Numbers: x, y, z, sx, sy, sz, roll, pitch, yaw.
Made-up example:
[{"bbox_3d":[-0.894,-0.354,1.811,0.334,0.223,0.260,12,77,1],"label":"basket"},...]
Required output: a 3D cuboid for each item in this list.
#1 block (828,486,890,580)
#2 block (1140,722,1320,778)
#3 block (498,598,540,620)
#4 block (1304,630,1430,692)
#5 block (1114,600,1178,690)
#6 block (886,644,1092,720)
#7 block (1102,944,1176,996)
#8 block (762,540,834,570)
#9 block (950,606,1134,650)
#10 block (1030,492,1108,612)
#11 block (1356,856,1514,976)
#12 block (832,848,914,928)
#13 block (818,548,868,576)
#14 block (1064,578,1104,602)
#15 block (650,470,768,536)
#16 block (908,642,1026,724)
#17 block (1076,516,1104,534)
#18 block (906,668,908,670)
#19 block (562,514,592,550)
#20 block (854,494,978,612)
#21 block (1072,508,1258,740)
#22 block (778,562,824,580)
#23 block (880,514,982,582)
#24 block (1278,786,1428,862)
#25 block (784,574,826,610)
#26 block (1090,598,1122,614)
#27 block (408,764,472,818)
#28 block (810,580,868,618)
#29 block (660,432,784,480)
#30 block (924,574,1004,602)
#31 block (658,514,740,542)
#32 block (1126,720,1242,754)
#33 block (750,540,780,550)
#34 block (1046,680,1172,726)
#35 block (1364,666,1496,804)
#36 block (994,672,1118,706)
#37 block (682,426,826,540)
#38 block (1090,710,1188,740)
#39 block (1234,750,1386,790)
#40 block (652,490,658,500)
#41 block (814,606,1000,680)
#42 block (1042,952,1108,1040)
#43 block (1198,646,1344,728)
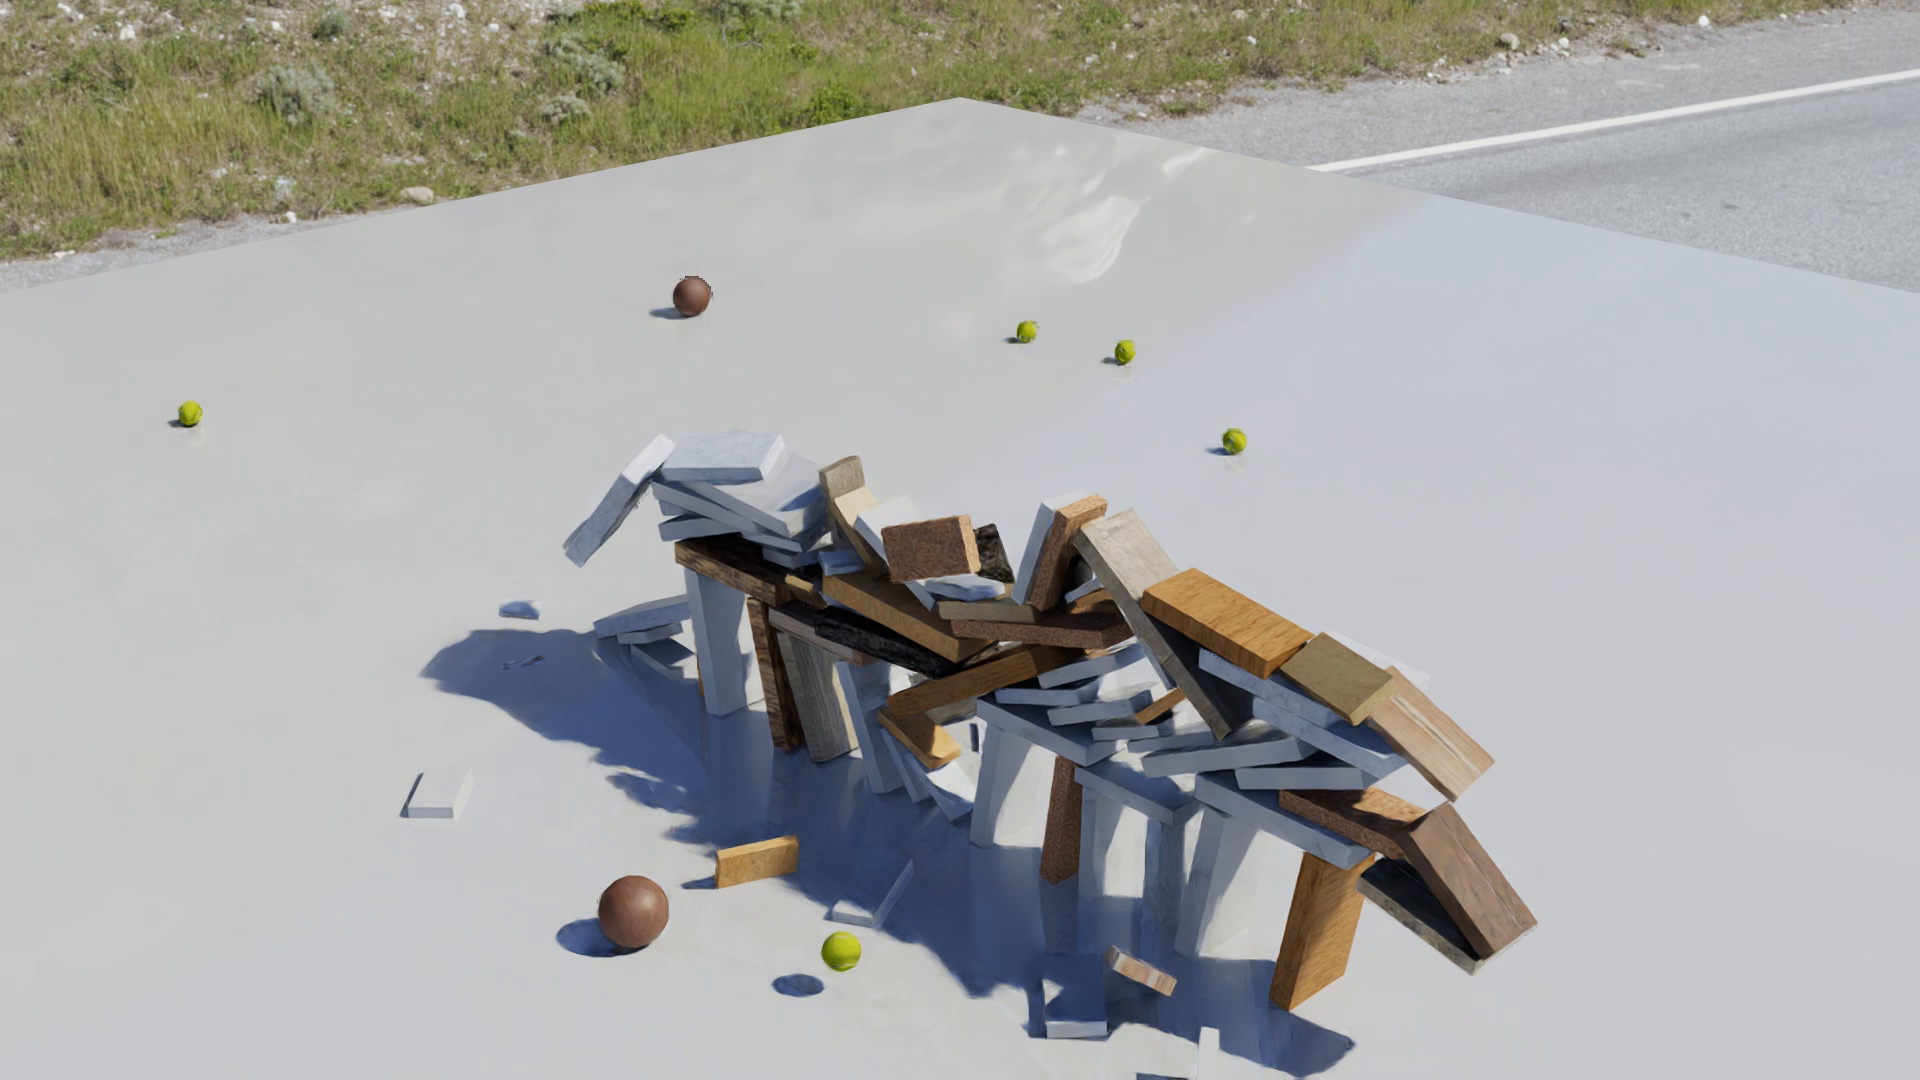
[{"bbox_3d":[-0.178,-0.015,4.402,0.091,0.026,0.182,-24,77,-38],"label":"block"},{"bbox_3d":[0.492,0.360,3.836,0.134,0.038,0.368,-22,5,-41],"label":"block"},{"bbox_3d":[-1.041,0.163,5.195,0.095,0.013,0.047,6,50,-12],"label":"block"},{"bbox_3d":[0.681,0.212,3.697,0.194,0.028,0.097,26,24,28],"label":"block"},{"bbox_3d":[0.348,0.172,3.913,0.063,0.189,0.018,-26,-7,-34],"label":"block"},{"bbox_3d":[0.062,0.255,4.262,0.176,0.050,0.488,-22,-1,-38],"label":"block"},{"bbox_3d":[0.308,0.740,3.787,0.105,0.030,0.210,25,-6,2],"label":"block"},{"bbox_3d":[-0.340,0.025,4.605,0.096,0.027,0.192,-16,12,-21],"label":"block"},{"bbox_3d":[0.162,0.156,4.097,0.123,0.035,0.401,-22,16,-39],"label":"block"},{"bbox_3d":[0.199,0.023,4.002,0.107,0.214,0.030,-22,49,-40],"label":"block"},{"bbox_3d":[0.786,0.605,3.624,0.121,0.034,0.241,-28,50,-35],"label":"block"},{"bbox_3d":[-0.164,0.660,4.176,0.079,0.022,0.232,7,24,16],"label":"block"},{"bbox_3d":[-0.222,0.042,4.403,0.114,0.016,0.057,-6,36,-19],"label":"block"},{"bbox_3d":[0.248,0.078,3.977,0.061,0.017,0.121,-25,-4,-41],"label":"block"},{"bbox_3d":[-0.491,-0.117,4.696,0.334,0.047,0.167,19,50,40],"label":"block"},{"bbox_3d":[0.049,0.311,4.846,0.357,0.033,0.117,-17,67,-20],"label":"block"},{"bbox_3d":[0.266,0.018,3.936,0.061,0.017,0.121,-24,72,-41],"label":"block"},{"bbox_3d":[-0.107,0.176,4.633,0.018,0.208,0.065,12,13,-39],"label":"block"},{"bbox_3d":[-0.865,-0.020,4.988,0.013,0.095,0.047,44,33,-4],"label":"block"},{"bbox_3d":[-0.085,0.024,4.327,0.123,0.035,0.247,-24,61,-36],"label":"block"},{"bbox_3d":[0.377,0.144,3.870,0.136,0.039,0.438,-23,71,-41],"label":"block"},{"bbox_3d":[-0.300,0.055,4.589,0.151,0.021,0.076,10,23,44],"label":"block"},{"bbox_3d":[-0.057,0.017,4.179,0.214,0.107,0.030,-8,6,45],"label":"block"},{"bbox_3d":[0.669,0.454,3.691,0.241,0.034,0.121,23,32,39],"label":"block"},{"bbox_3d":[-0.311,0.106,4.434,0.057,0.016,0.114,21,-15,20],"label":"block"},{"bbox_3d":[0.298,0.109,3.999,0.063,0.018,0.127,-35,21,-28],"label":"block"},{"bbox_3d":[-1.066,0.515,4.515,0.090,0.026,0.181,0,23,0],"label":"block"},{"bbox_3d":[-0.233,0.114,4.516,0.206,0.021,0.076,16,27,42],"label":"block"},{"bbox_3d":[-0.499,-0.175,4.626,0.235,0.033,0.117,0,40,23],"label":"block"},{"bbox_3d":[0.007,0.088,4.184,0.079,0.022,0.158,-11,12,-31],"label":"block"},{"bbox_3d":[-0.506,-0.047,4.792,0.285,0.040,0.143,-7,11,38],"label":"block"},{"bbox_3d":[0.402,0.350,3.946,0.082,0.023,0.217,-21,5,-41],"label":"block"},{"bbox_3d":[-0.384,-0.014,4.701,0.096,0.027,0.192,-16,13,-20],"label":"block"},{"bbox_3d":[0.275,0.301,4.058,0.109,0.031,0.219,-22,5,-41],"label":"block"},{"bbox_3d":[0.747,0.313,3.556,0.097,0.028,0.225,-38,72,-24],"label":"block"},{"bbox_3d":[0.179,0.278,4.145,0.109,0.031,0.219,-22,13,-41],"label":"block"},{"bbox_3d":[-0.412,-0.122,4.589,0.167,0.047,0.380,-38,41,-26],"label":"block"},{"bbox_3d":[0.328,0.339,4.017,0.082,0.023,0.165,-22,9,-42],"label":"block"},{"bbox_3d":[0.611,0.380,3.723,0.134,0.038,0.268,-22,10,-41],"label":"block"},{"bbox_3d":[-0.594,-0.123,4.920,0.181,0.026,0.090,-6,12,41],"label":"block"},{"bbox_3d":[-0.110,0.184,4.419,0.352,0.050,0.176,17,28,41],"label":"block"},{"bbox_3d":[0.200,0.794,3.841,0.105,0.030,0.210,-4,23,2],"label":"block"},{"bbox_3d":[0.554,0.229,3.729,0.136,0.039,0.273,-20,33,-40],"label":"block"}]
